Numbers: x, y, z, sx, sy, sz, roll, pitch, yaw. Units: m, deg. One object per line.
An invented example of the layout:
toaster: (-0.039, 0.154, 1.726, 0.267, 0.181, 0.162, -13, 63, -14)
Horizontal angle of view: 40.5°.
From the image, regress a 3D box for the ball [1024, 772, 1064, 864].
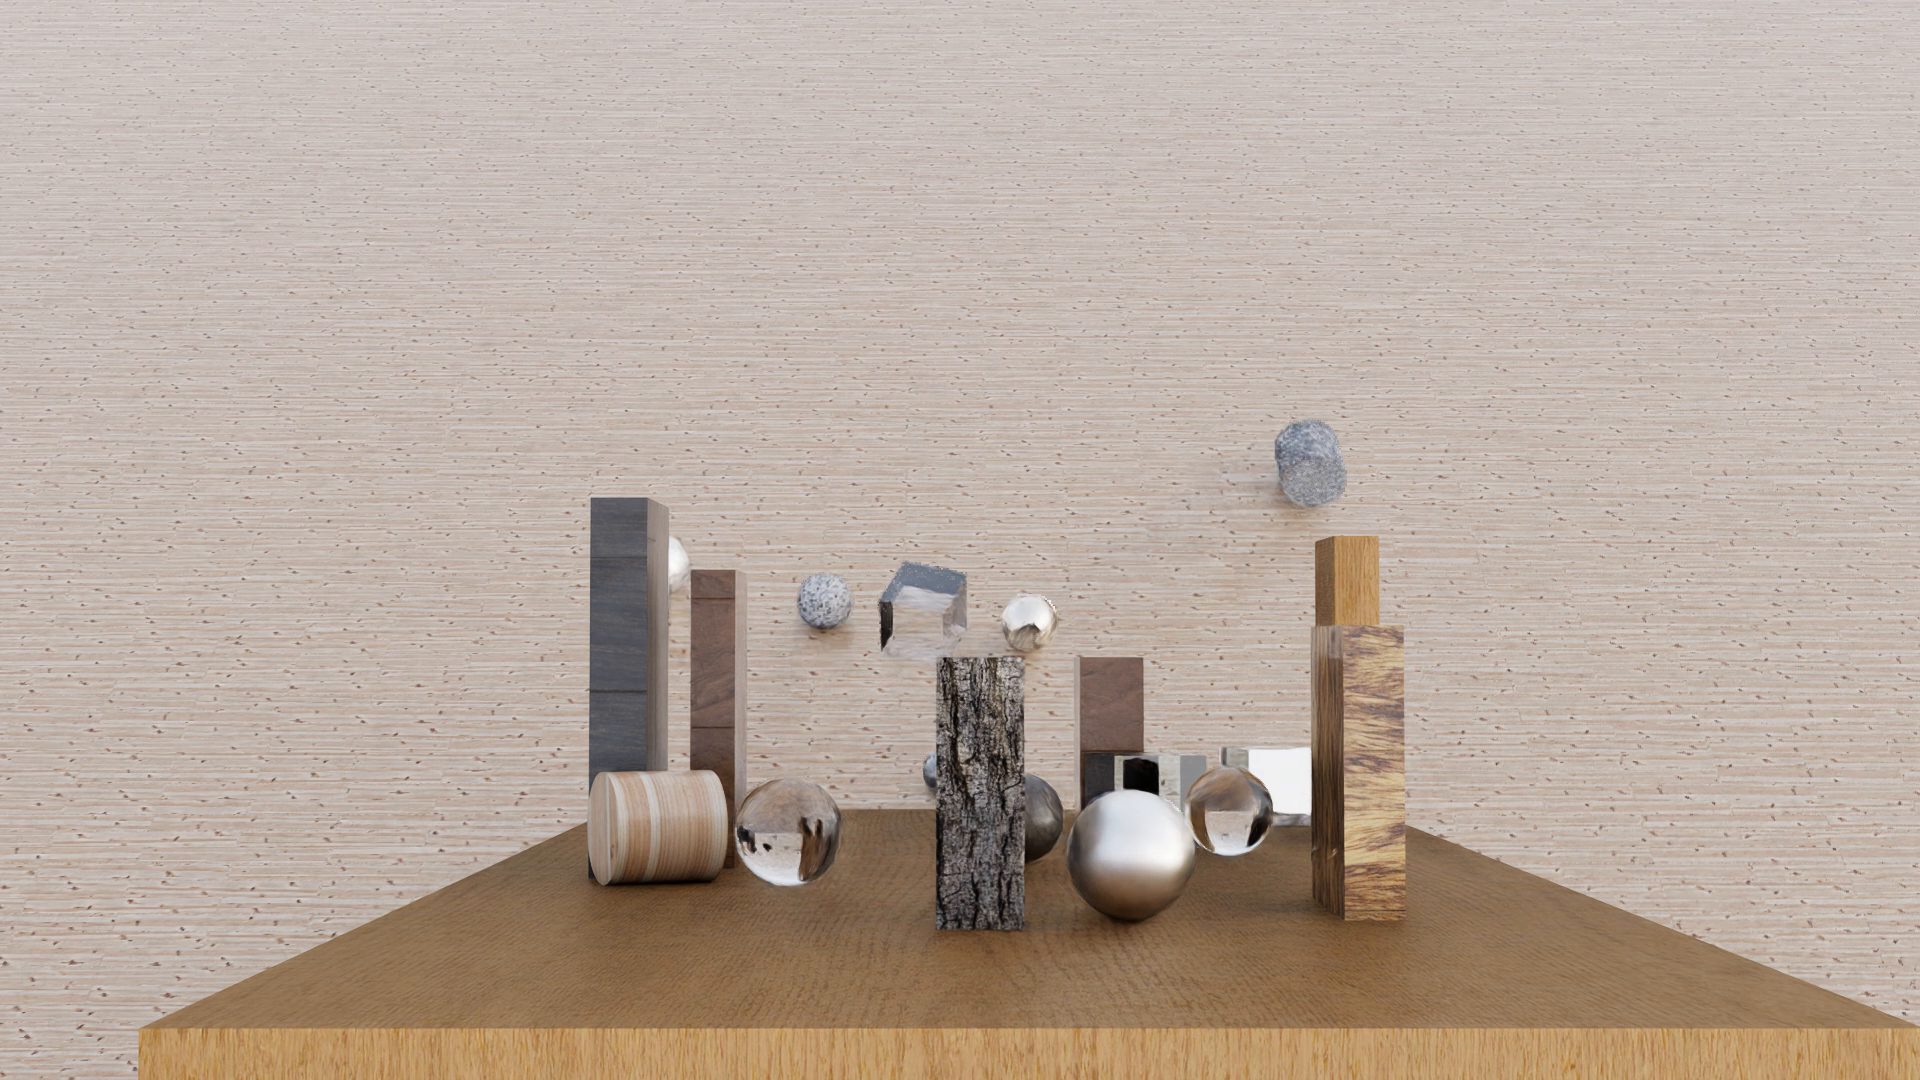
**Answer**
ball: (0.115, 0.550, 5.151, 0.181, 0.181, 0.181, 0, 37, 0)

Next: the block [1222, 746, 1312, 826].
block: (0.759, 0.600, 6.369, 0.184, 0.184, 0.184, 1, -2, -15)

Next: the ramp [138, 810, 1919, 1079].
ramp: (0.080, 0.681, 4.908, 2.000, 0.100, 4.000, 0, -2, 0)

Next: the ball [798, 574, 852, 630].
ball: (-0.395, 0.181, 7.621, 0.163, 0.163, 0.163, 0, 37, 0)

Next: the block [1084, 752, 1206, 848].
block: (0.400, 0.562, 5.630, 0.197, 0.197, 0.197, 1, -3, -22)

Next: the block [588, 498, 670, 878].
block: (-0.636, 0.281, 5.019, 0.106, 0.707, 0.360, 0, -2, 0)

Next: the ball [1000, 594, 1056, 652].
ball: (0.199, 0.241, 7.539, 0.163, 0.163, 0.163, 0, 37, 0)

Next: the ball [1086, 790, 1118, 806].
ball: (0.312, 0.575, 5.247, 0.139, 0.139, 0.139, 0, 37, 0)

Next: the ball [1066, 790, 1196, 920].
ball: (0.268, 0.494, 4.081, 0.204, 0.204, 0.204, 0, 37, 0)

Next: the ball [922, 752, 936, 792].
ball: (-0.044, 0.627, 7.056, 0.119, 0.119, 0.119, 0, 37, 0)

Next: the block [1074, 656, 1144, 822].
block: (0.336, 0.469, 5.900, 0.141, 0.406, 0.314, 0, -2, 0)

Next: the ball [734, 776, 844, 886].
ball: (-0.306, 0.522, 4.659, 0.196, 0.196, 0.196, 0, 37, 0)

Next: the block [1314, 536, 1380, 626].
block: (0.865, 0.333, 5.814, 0.097, 0.672, 0.314, 0, -2, 0)

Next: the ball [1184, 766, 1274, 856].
ball: (0.552, 0.557, 5.348, 0.183, 0.183, 0.183, 0, 37, 0)

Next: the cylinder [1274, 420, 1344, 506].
cylinder: (1.094, -0.240, 8.153, 0.195, 0.195, 0.195, -1, 35, -1)

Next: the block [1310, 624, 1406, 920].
block: (0.650, 0.372, 4.270, 0.096, 0.462, 0.379, 0, -2, 0)

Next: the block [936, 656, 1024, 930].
block: (0.031, 0.390, 4.078, 0.134, 0.412, 0.270, 0, -2, 0)

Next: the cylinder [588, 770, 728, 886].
cylinder: (-0.552, 0.522, 4.732, 0.203, 0.203, 0.203, 1, 34, -24)

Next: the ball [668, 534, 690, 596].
ball: (-0.906, 0.076, 7.730, 0.201, 0.201, 0.201, 0, 37, 0)

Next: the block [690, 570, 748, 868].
block: (-0.480, 0.353, 5.187, 0.087, 0.579, 0.287, 0, -2, 0)

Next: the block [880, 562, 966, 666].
block: (-0.105, 0.215, 7.547, 0.195, 0.195, 0.195, 12, 38, 16)
